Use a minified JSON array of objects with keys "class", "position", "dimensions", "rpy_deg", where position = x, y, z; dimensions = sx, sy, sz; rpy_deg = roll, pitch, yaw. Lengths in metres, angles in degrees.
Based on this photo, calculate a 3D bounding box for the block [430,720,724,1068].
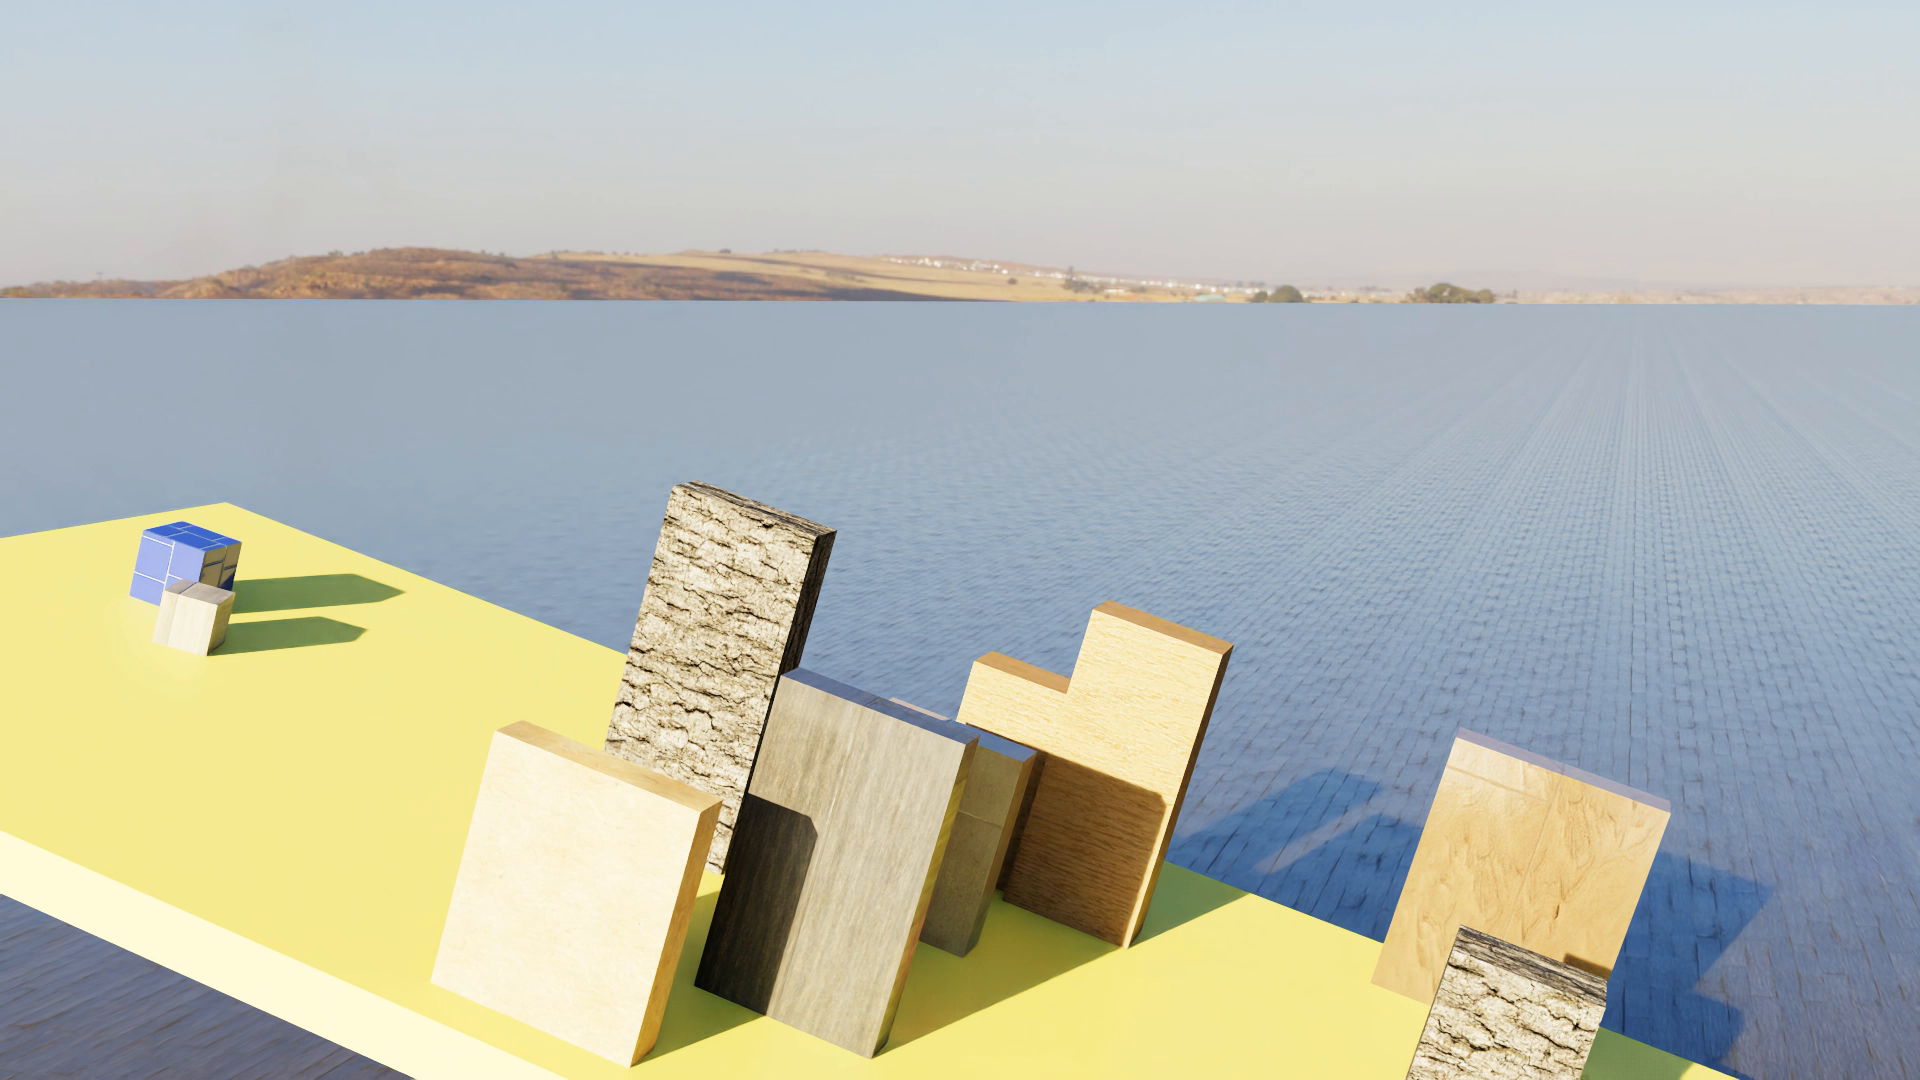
[{"class":"block","position":[-0.592,0.542,3.385],"dimensions":[0.353,0.426,0.088],"rpy_deg":[19,12,14]}]

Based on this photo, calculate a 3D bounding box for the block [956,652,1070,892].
[{"class":"block","position":[0.157,0.507,4.561],"dimensions":[0.372,0.440,0.131],"rpy_deg":[19,12,14]}]

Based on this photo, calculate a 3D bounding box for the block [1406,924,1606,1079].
[{"class":"block","position":[0.842,0.902,3.547],"dimensions":[0.243,0.481,0.148],"rpy_deg":[19,12,14]}]

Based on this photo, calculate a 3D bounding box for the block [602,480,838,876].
[{"class":"block","position":[-0.480,0.262,4.207],"dimensions":[0.298,0.686,0.115],"rpy_deg":[19,12,14]}]

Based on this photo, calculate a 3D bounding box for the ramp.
[{"class":"ramp","position":[-0.368,0.708,4.233],"dimensions":[4.000,0.100,2.000],"rpy_deg":[19,12,14]}]

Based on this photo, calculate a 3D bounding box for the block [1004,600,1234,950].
[{"class":"block","position":[0.319,0.473,4.454],"dimensions":[0.272,0.637,0.133],"rpy_deg":[19,12,14]}]

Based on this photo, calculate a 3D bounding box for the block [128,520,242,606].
[{"class":"block","position":[-1.691,0.063,4.805],"dimensions":[0.151,0.151,0.151],"rpy_deg":[18,12,10]}]

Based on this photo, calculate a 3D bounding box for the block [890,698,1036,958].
[{"class":"block","position":[-0.061,0.544,4.177],"dimensions":[0.300,0.401,0.098],"rpy_deg":[19,12,14]}]

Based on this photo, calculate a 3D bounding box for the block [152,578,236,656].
[{"class":"block","position":[-1.593,0.160,4.575],"dimensions":[0.114,0.114,0.114],"rpy_deg":[16,11,-3]}]

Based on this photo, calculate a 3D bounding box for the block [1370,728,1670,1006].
[{"class":"block","position":[1.162,0.735,4.578],"dimensions":[0.445,0.562,0.110],"rpy_deg":[19,12,14]}]

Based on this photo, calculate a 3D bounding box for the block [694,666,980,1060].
[{"class":"block","position":[-0.207,0.532,3.630],"dimensions":[0.328,0.561,0.083],"rpy_deg":[19,12,14]}]
